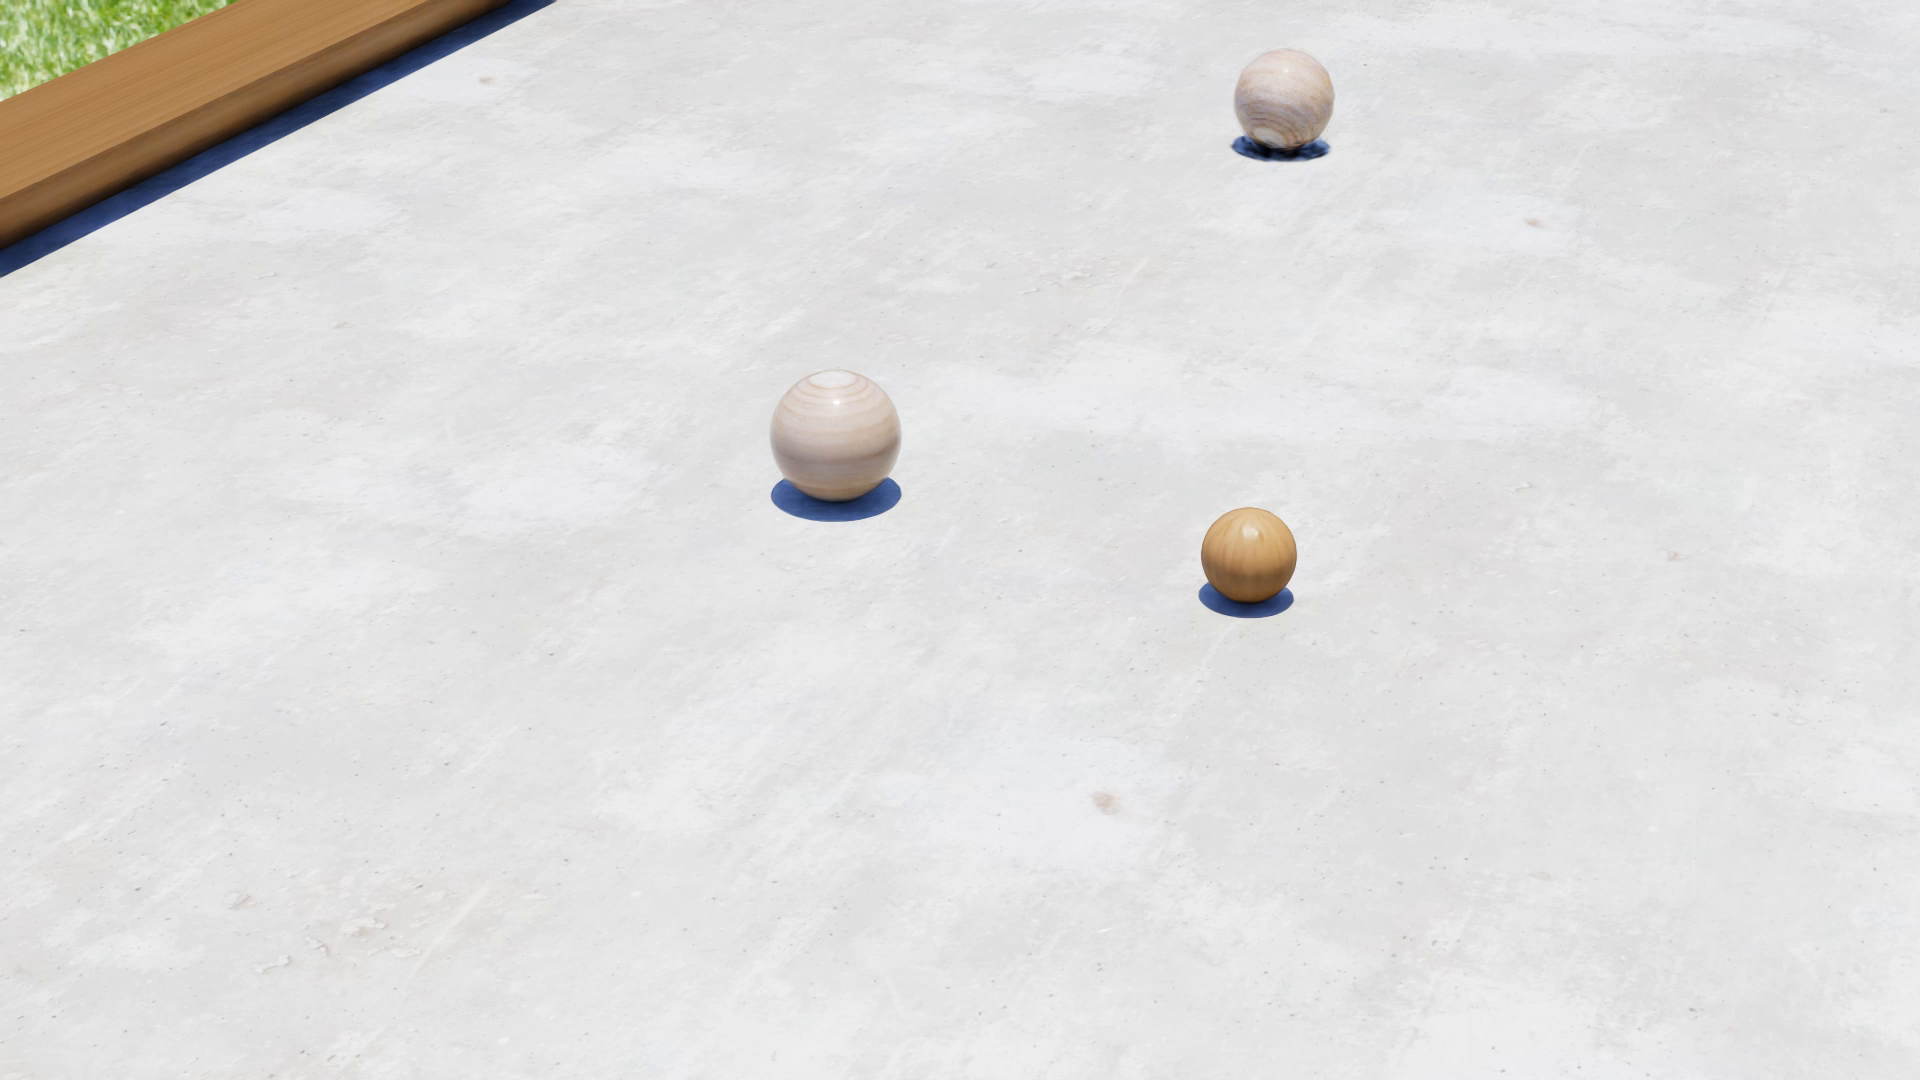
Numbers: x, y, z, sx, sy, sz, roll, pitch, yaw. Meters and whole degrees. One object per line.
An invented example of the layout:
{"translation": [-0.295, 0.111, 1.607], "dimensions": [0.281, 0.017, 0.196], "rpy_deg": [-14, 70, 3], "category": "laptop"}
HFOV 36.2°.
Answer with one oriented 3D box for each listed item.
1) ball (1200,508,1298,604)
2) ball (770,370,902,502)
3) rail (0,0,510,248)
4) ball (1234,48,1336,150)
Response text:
{"translation": [0.177, 0.009, 1.800], "dimensions": [0.059, 0.059, 0.059], "rpy_deg": [0, 26, 0], "category": "ball"}
{"translation": [-0.081, -0.068, 1.927], "dimensions": [0.087, 0.087, 0.087], "rpy_deg": [0, 26, 0], "category": "ball"}
{"translation": [-0.527, -0.511, 2.800], "dimensions": [0.045, 0.115, 3.288], "rpy_deg": [11, 28, 21], "category": "rail"}
{"translation": [0.284, -0.386, 2.576], "dimensions": [0.089, 0.089, 0.089], "rpy_deg": [0, 26, 0], "category": "ball"}
